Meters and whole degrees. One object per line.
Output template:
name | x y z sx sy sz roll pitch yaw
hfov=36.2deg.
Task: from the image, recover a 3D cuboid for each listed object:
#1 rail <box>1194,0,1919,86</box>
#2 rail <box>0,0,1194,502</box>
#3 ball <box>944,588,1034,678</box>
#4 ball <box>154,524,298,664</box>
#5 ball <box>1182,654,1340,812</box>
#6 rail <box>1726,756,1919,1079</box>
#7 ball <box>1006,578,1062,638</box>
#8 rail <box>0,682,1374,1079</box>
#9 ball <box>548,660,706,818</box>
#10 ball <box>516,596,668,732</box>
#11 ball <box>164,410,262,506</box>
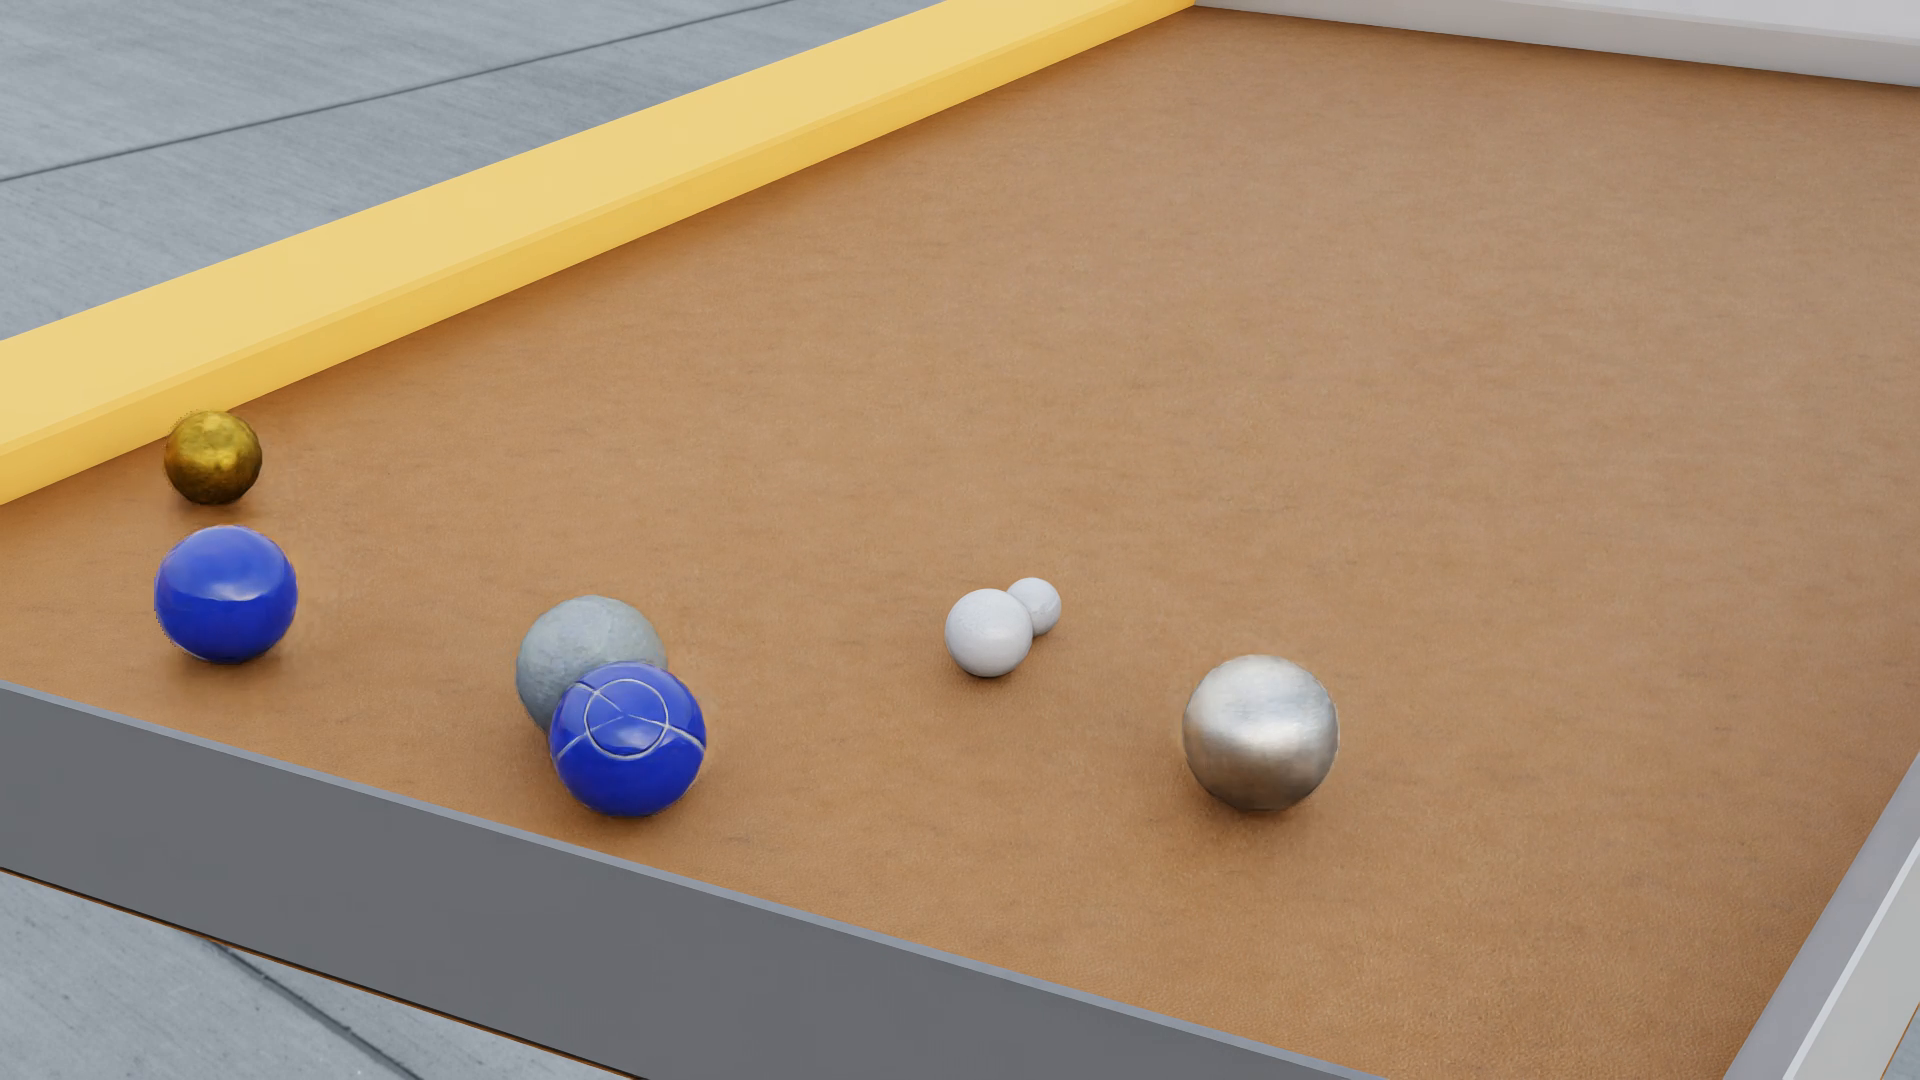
rail | 0.916 -0.627 3.530 1.425 0.122 0.045 12 25 27
rail | -0.290 -0.354 2.857 0.045 0.122 2.503 12 25 27
ball | 0.019 0.061 1.924 0.058 0.058 0.058 0 22 0
ball | -0.484 0.036 1.940 0.092 0.092 0.092 0 22 0
ball | 0.178 0.114 1.744 0.093 0.093 0.093 0 22 0
rail | 0.908 -0.098 2.226 0.045 0.122 2.503 12 25 27
ball | 0.048 0.045 1.984 0.040 0.040 0.040 0 22 0
rail | -0.297 0.176 1.552 1.425 0.122 0.045 12 25 27
ball | -0.196 0.118 1.737 0.093 0.093 0.093 0 22 0
ball | -0.228 0.081 1.824 0.094 0.094 0.094 0 22 0
ball | -0.561 -0.062 2.208 0.072 0.072 0.072 0 22 0
